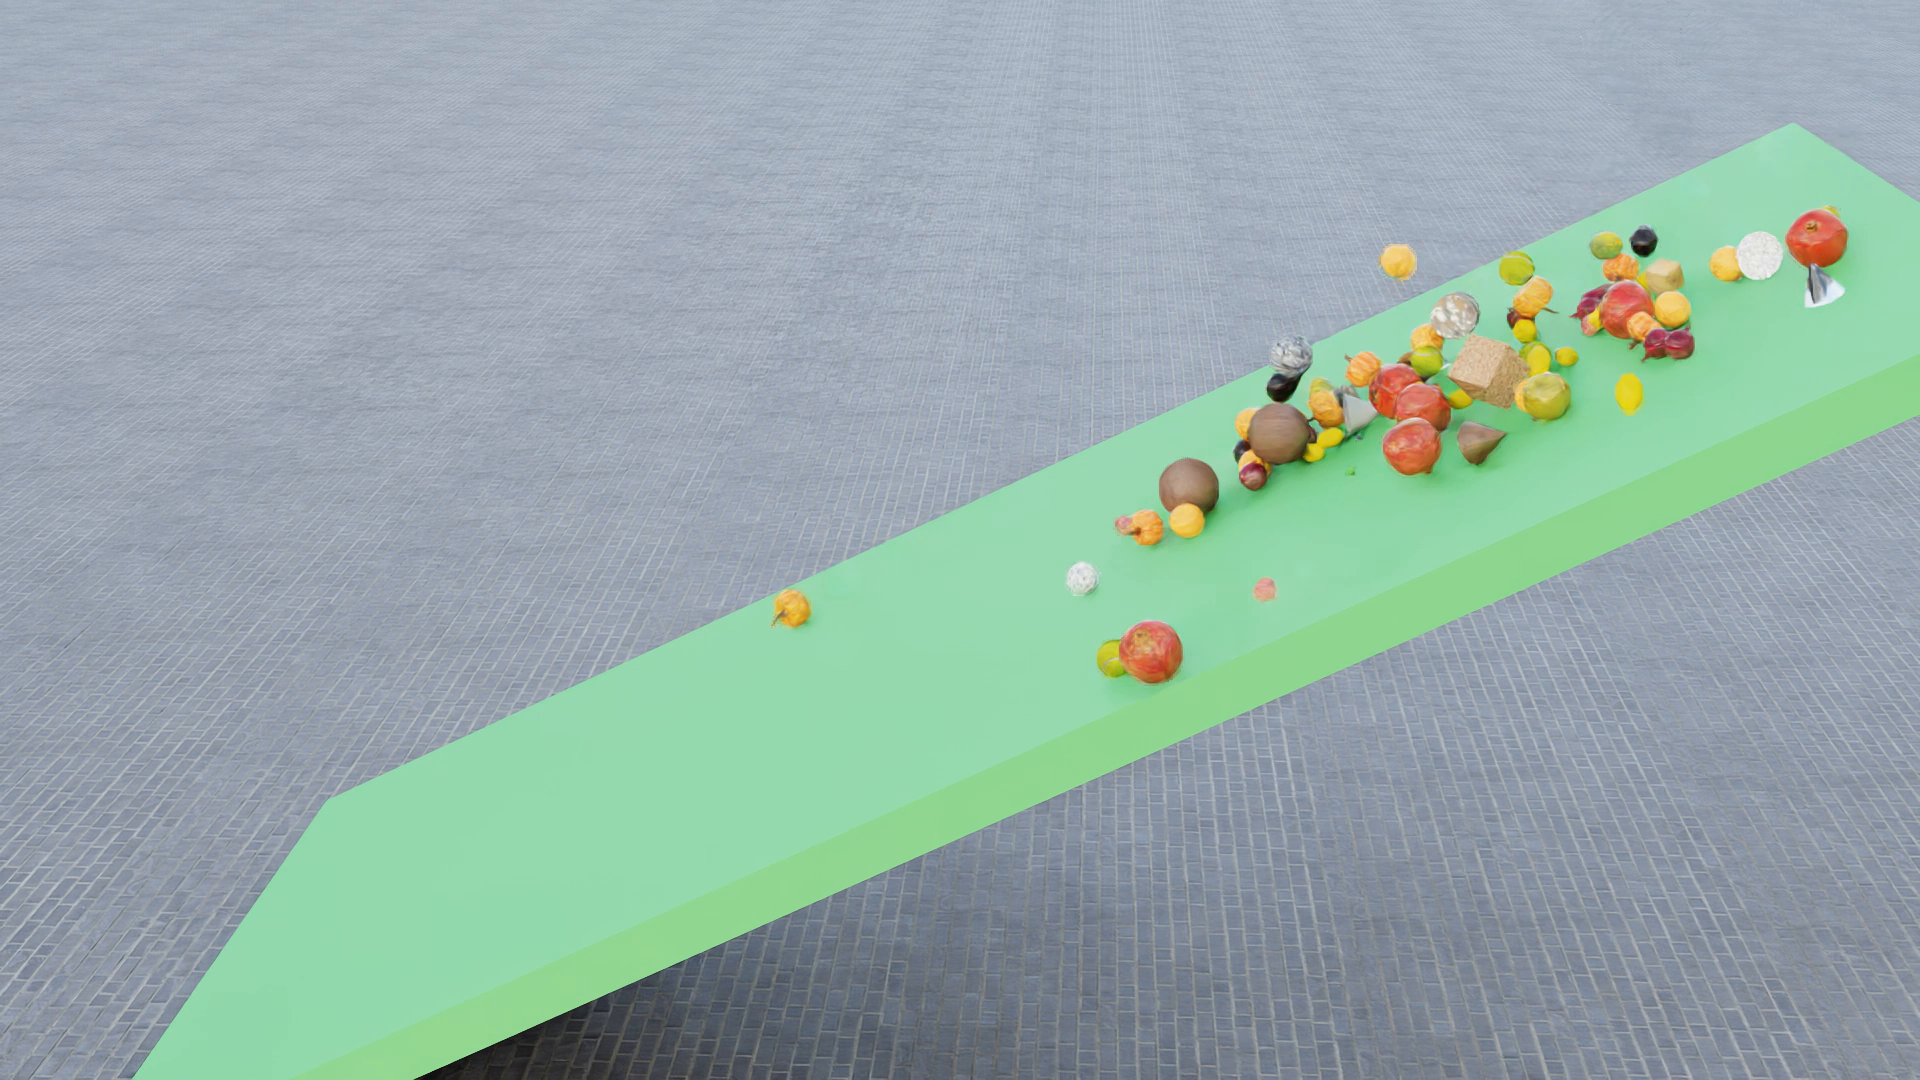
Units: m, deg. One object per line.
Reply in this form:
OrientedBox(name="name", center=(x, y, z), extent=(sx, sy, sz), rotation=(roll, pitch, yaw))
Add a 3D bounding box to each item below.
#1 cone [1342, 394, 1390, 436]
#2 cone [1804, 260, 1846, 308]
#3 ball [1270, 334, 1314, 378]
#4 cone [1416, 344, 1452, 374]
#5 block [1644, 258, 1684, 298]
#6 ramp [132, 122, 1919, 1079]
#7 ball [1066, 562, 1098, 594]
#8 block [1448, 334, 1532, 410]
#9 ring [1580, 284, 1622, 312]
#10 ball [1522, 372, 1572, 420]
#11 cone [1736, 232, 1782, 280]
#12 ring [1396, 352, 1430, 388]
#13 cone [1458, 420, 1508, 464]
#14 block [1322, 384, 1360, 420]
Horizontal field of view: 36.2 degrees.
OrientedBox(name="cone", center=(0.860, -0.270, 6.200), extent=(0.092, 0.092, 0.092), rotation=(-8, 16, 0))
OrientedBox(name="cone", center=(1.615, -0.492, 5.537), extent=(0.080, 0.080, 0.080), rotation=(-24, 17, 8))
OrientedBox(name="ball", center=(0.698, -0.387, 6.191), extent=(0.090, 0.090, 0.090), rotation=(0, 16, 0))
OrientedBox(name="cone", center=(1.027, -0.383, 6.355), extent=(0.080, 0.080, 0.080), rotation=(3, 16, 8))
OrientedBox(name="block", center=(1.434, -0.534, 5.986), extent=(0.052, 0.052, 0.052), rotation=(-37, 37, -25))
OrientedBox(name="ramp", center=(0.138, 0.168, 6.281), extent=(4.000, 0.100, 2.000), rotation=(-25, 14, 10))
OrientedBox(name="ball", center=(0.251, 0.079, 6.039), extent=(0.066, 0.066, 0.066), rotation=(0, 16, 0))
OrientedBox(name="block", center=(1.052, -0.335, 5.844), extent=(0.099, 0.099, 0.099), rotation=(23, -8, 44))
OrientedBox(name="ring", center=(1.358, -0.514, 6.224), extent=(0.093, 0.031, 0.093), rotation=(-26, 14, 7))
OrientedBox(name="ball", center=(1.125, -0.275, 5.638), extent=(0.094, 0.094, 0.094), rotation=(0, 16, 0))
OrientedBox(name="cone", center=(1.619, -0.569, 5.889), extent=(0.096, 0.096, 0.096), rotation=(12, 11, 36))
OrientedBox(name="ring", center=(0.971, -0.365, 6.304), extent=(0.080, 0.080, 0.027), rotation=(14, 21, 39))
OrientedBox(name="cone", center=(1.004, -0.194, 5.567), extent=(0.086, 0.086, 0.086), rotation=(-15, -1, -41))
OrientedBox(name="block", center=(0.828, -0.298, 6.371), extent=(0.054, 0.054, 0.054), rotation=(-33, 12, -25))
